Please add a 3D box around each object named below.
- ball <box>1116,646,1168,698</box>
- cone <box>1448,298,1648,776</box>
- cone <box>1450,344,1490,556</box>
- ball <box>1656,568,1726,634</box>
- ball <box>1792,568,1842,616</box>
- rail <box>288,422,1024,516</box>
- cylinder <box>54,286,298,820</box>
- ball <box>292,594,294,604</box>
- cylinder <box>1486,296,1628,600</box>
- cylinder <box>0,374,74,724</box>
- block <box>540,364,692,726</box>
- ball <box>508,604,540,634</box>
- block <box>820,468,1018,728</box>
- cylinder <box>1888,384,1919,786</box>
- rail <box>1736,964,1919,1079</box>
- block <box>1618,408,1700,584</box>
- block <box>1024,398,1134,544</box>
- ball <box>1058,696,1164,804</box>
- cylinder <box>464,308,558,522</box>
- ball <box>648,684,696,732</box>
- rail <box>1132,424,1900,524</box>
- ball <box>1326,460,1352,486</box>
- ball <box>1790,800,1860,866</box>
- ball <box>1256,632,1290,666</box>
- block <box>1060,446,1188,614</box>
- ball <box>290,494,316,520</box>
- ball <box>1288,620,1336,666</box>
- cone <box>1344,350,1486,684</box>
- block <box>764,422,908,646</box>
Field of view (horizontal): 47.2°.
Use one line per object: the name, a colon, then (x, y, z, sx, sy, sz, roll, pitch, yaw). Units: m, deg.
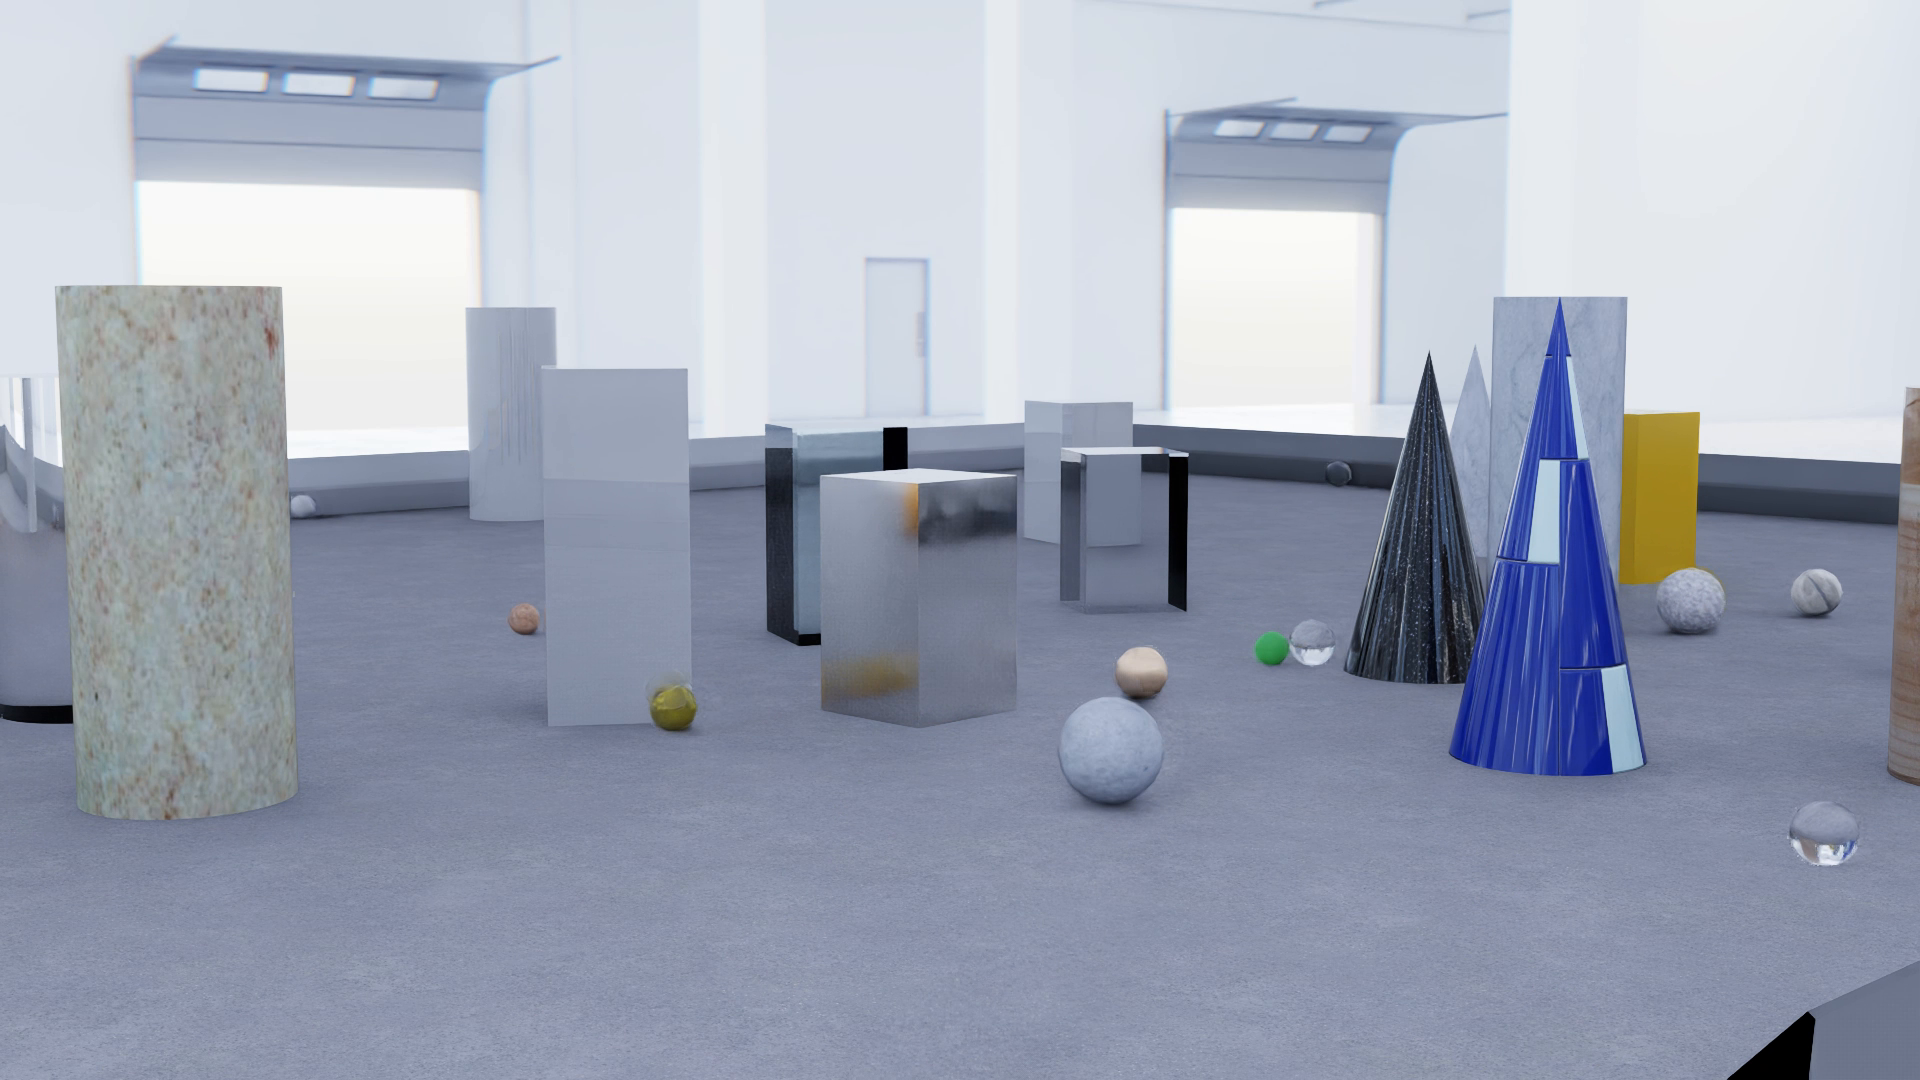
ball: (0.208, 0.152, 2.516, 0.060, 0.060, 0.060, 0, 6, 0)
cone: (0.586, -0.012, 2.173, 0.192, 0.458, 0.192, 0, 6, 0)
cone: (0.941, -0.170, 4.033, 0.192, 0.383, 0.192, 0, 6, 0)
ball: (1.004, 0.083, 3.021, 0.090, 0.090, 0.090, 0, 6, 0)
ball: (1.243, 0.076, 3.190, 0.069, 0.069, 0.069, 0, 6, 0)
rail: (-1.328, -0.118, 4.764, 4.501, 0.125, 0.045, -6, 8, -42)
cylinder: (-0.707, 0.004, 1.992, 0.192, 0.464, 0.192, 0, 6, 0)
ball: (-0.998, 0.087, 3.223, 0.042, 0.042, 0.042, 0, 6, 0)
cylinder: (0.889, -0.131, 3.282, 0.192, 0.462, 0.192, 0, 6, 0)
cylinder: (-0.973, 0.003, 2.441, 0.192, 0.371, 0.192, 0, 6, 0)
block: (-0.379, 0.000, 2.421, 0.153, 0.381, 0.153, -1, 6, -10)
ball: (-0.597, 0.108, 3.009, 0.043, 0.043, 0.043, 0, 6, 0)
block: (-0.046, 0.059, 2.433, 0.153, 0.262, 0.153, 6, 8, 44)
cylinder: (0.986, 0.042, 2.073, 0.192, 0.371, 0.192, 0, 6, 0)
rail: (1.328, 0.183, 1.900, 4.501, 0.125, 0.045, -6, 8, -42)
block: (1.110, -0.076, 3.649, 0.153, 0.276, 0.153, -4, 7, -34)
block: (0.228, -0.135, 4.249, 0.153, 0.268, 0.153, -3, 7, -26)
ball: (0.136, 0.190, 1.985, 0.096, 0.096, 0.096, 0, 6, 0)
cylinder: (-0.953, -0.272, 4.690, 0.192, 0.447, 0.192, 0, 6, 0)
ball: (-0.304, 0.177, 2.325, 0.050, 0.050, 0.050, 0, 6, 0)
rail: (1.636, -0.126, 4.834, 0.045, 0.125, 3.965, -6, 8, -42)
ball: (0.950, -0.166, 5.515, 0.065, 0.065, 0.065, 0, 6, 0)
ball: (0.693, 0.235, 1.761, 0.053, 0.053, 0.053, 0, 6, 0)
ball: (0.391, 0.136, 2.753, 0.042, 0.042, 0.042, 0, 6, 0)
block: (0.243, -0.017, 3.287, 0.153, 0.234, 0.153, -1, 6, -11)
ball: (-1.393, -0.070, 4.659, 0.053, 0.053, 0.053, 0, 6, 0)
ball: (0.440, 0.129, 2.745, 0.058, 0.058, 0.058, 0, 6, 0)
cone: (0.570, -0.035, 2.691, 0.192, 0.396, 0.192, 0, 6, 0)
block: (-0.169, -0.013, 2.993, 0.153, 0.287, 0.153, -2, 6, -21)
